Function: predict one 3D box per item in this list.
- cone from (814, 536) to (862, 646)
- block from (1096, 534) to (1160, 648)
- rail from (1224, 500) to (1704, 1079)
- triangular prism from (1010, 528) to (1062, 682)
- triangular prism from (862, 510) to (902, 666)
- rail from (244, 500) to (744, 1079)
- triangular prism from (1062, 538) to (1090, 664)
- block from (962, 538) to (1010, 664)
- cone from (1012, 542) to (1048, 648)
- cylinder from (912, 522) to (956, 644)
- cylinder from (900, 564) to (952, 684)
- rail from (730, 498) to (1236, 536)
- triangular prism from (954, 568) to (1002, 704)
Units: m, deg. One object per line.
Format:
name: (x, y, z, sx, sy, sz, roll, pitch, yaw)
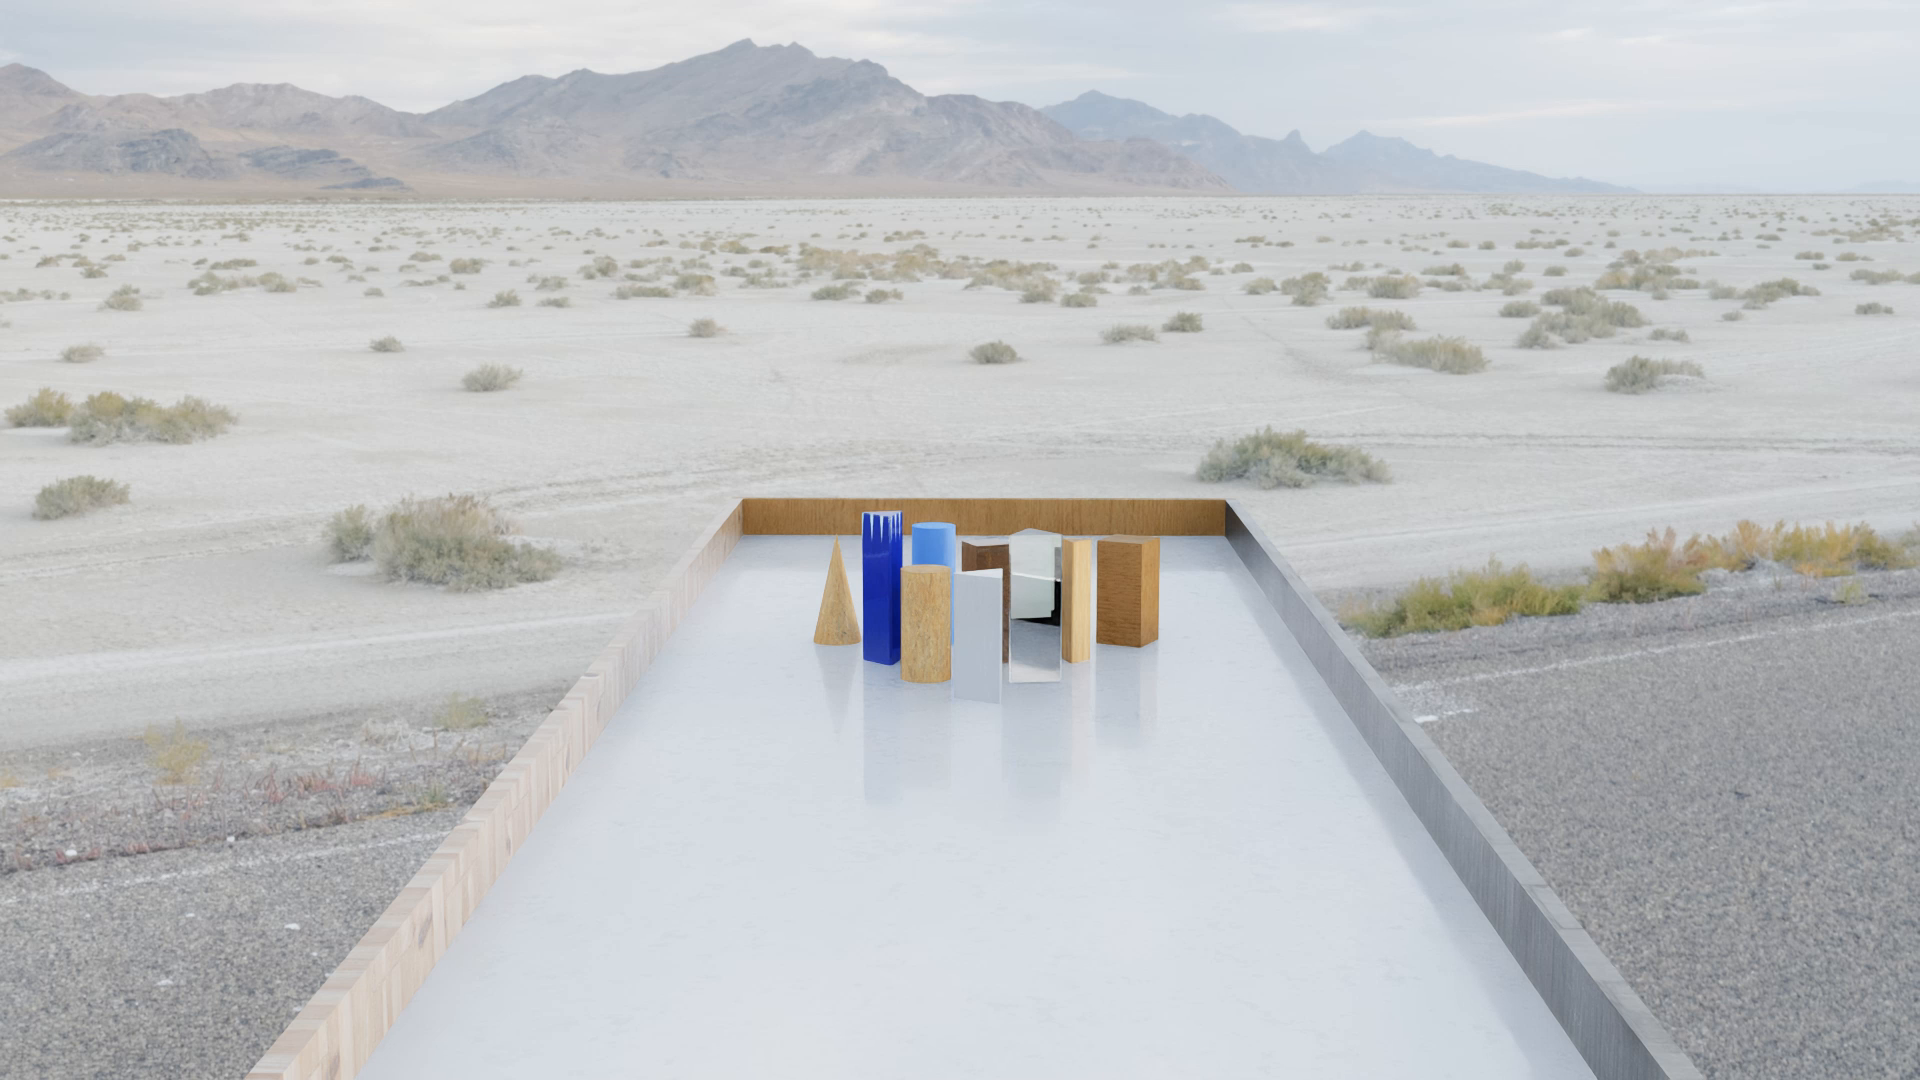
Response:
cone: (-0.389, 0.149, 6.964, 0.155, 0.345, 0.155, 0, 9, 0)
block: (0.532, 0.159, 6.956, 0.151, 0.329, 0.151, 5, 10, 27)
rail: (1.046, 0.843, 3.208, 0.050, 0.150, 12.000, 0, 9, 1)
triangular prism: (0.212, 0.189, 6.436, 0.152, 0.432, 0.131, -1, 9, -7)
triangular prism: (-0.214, 0.141, 6.667, 0.107, 0.454, 0.123, -9, 13, -44)
rail: (-1.004, 0.839, 3.234, 0.050, 0.150, 12.000, 0, 9, 1)
triangular prism: (0.339, 0.181, 6.680, 0.076, 0.371, 0.088, 8, 12, 40)
block: (0.081, 0.187, 6.668, 0.116, 0.364, 0.116, -4, 10, -23)
cone: (0.218, 0.161, 6.919, 0.125, 0.337, 0.125, 0, 9, 0)
cylinder: (-0.083, 0.140, 6.930, 0.137, 0.375, 0.137, 0, 9, 0)
cylinder: (-0.100, 0.244, 6.432, 0.148, 0.325, 0.148, 0, 9, 0)
rail: (0.099, -0.098, 9.147, 2.100, 0.150, 0.050, 0, 9, 1)
triangular prism: (0.082, 0.266, 6.194, 0.154, 0.357, 0.133, 5, 10, 31)
